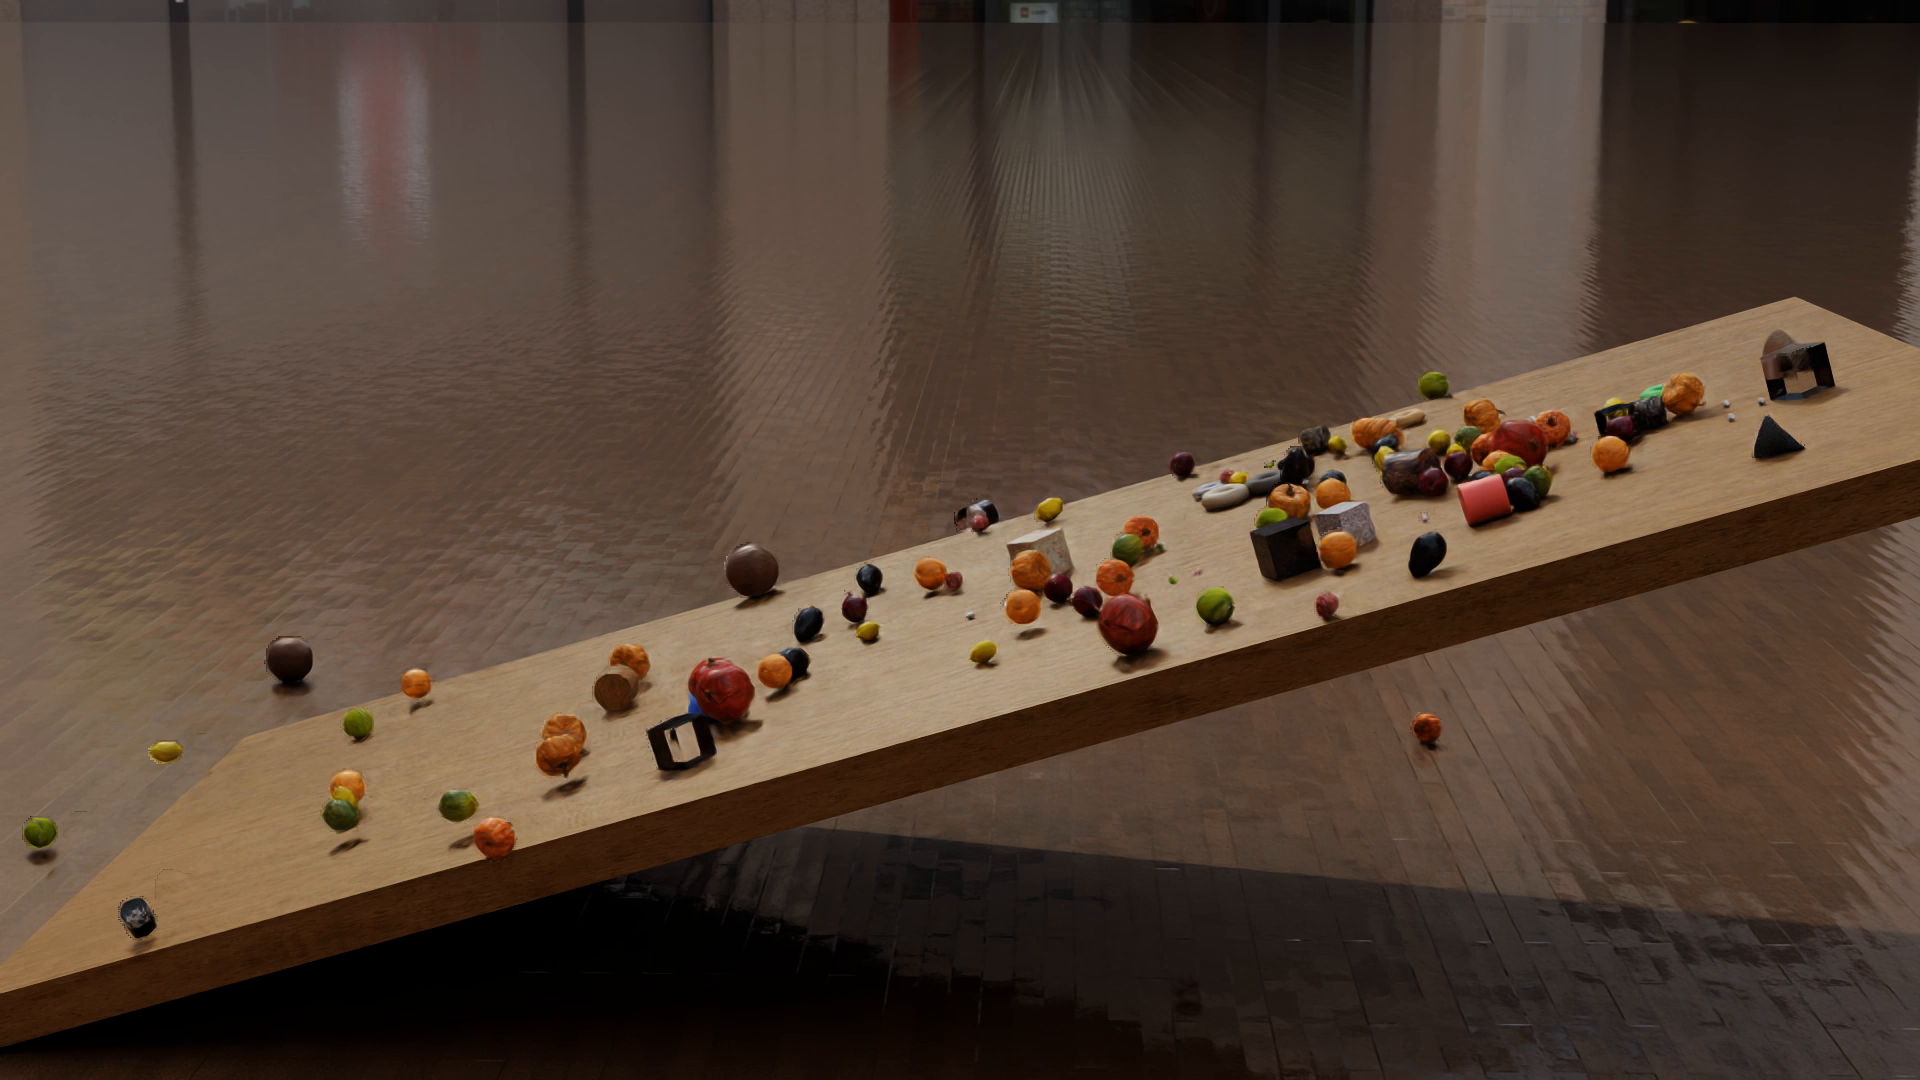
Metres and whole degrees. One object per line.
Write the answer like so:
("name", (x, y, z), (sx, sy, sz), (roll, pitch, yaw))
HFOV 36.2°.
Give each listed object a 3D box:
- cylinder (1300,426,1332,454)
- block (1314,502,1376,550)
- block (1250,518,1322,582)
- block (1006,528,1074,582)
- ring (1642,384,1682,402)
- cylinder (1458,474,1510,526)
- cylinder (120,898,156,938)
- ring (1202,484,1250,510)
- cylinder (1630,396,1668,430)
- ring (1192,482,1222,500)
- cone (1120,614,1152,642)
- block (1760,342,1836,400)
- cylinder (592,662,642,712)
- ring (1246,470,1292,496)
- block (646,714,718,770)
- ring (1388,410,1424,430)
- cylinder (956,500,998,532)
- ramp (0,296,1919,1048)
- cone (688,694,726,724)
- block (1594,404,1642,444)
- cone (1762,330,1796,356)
("cylinder", (0.844, -0.238, 6.972), (0.057, 0.057, 0.057), (-12, 5, 25))
("block", (0.768, -0.028, 5.863), (0.077, 0.077, 0.077), (-22, 11, -30))
("block", (0.639, 0.018, 5.778), (0.093, 0.093, 0.093), (-19, 10, -12))
("block", (0.176, 0.034, 6.465), (0.091, 0.091, 0.091), (-24, 12, -36))
("ring", (1.518, -0.317, 6.369), (0.087, 0.029, 0.087), (-15, 11, 3))
("cylinder", (1.019, -0.079, 5.717), (0.082, 0.082, 0.082), (-16, 10, 4))
("cylinder", (-1.555, 0.715, 5.564), (0.053, 0.053, 0.053), (-5, 47, 5))
("ring", (0.601, -0.098, 6.655), (0.112, 0.037, 0.112), (-16, 11, 3))
("cylinder", (1.434, -0.265, 6.120), (0.062, 0.062, 0.062), (-13, 6, 19))
("ring", (0.575, -0.113, 6.814), (0.077, 0.026, 0.077), (-15, 11, 3))
("cone", (0.341, 0.173, 5.609), (0.057, 0.057, 0.057), (13, 11, 1))
("block", (1.712, -0.345, 6.013), (0.092, 0.092, 0.092), (-22, 11, -26))
("cylinder", (-0.749, 0.322, 6.414), (0.084, 0.084, 0.084), (3, 26, 13))
("ring", (0.699, -0.130, 6.673), (0.107, 0.036, 0.107), (-15, 11, 3))
("block", (-0.538, 0.391, 5.692), (0.083, 0.083, 0.083), (-7, 13, 43))
("ring", (1.056, -0.286, 6.966), (0.089, 0.030, 0.089), (-18, 10, 3))
("cylinder", (0.043, -0.054, 7.396), (0.076, 0.076, 0.076), (8, 22, 38))
("ramp", (0.090, 0.187, 6.320), (4.000, 0.100, 2.000), (-16, 10, 5))
("cone", (-0.515, 0.358, 5.977), (0.078, 0.078, 0.078), (10, 10, -4))
("block", (1.365, -0.242, 6.104), (0.064, 0.064, 0.064), (-18, 10, -8))
("cone", (1.793, -0.398, 6.325), (0.092, 0.092, 0.092), (8, 7, -22))
